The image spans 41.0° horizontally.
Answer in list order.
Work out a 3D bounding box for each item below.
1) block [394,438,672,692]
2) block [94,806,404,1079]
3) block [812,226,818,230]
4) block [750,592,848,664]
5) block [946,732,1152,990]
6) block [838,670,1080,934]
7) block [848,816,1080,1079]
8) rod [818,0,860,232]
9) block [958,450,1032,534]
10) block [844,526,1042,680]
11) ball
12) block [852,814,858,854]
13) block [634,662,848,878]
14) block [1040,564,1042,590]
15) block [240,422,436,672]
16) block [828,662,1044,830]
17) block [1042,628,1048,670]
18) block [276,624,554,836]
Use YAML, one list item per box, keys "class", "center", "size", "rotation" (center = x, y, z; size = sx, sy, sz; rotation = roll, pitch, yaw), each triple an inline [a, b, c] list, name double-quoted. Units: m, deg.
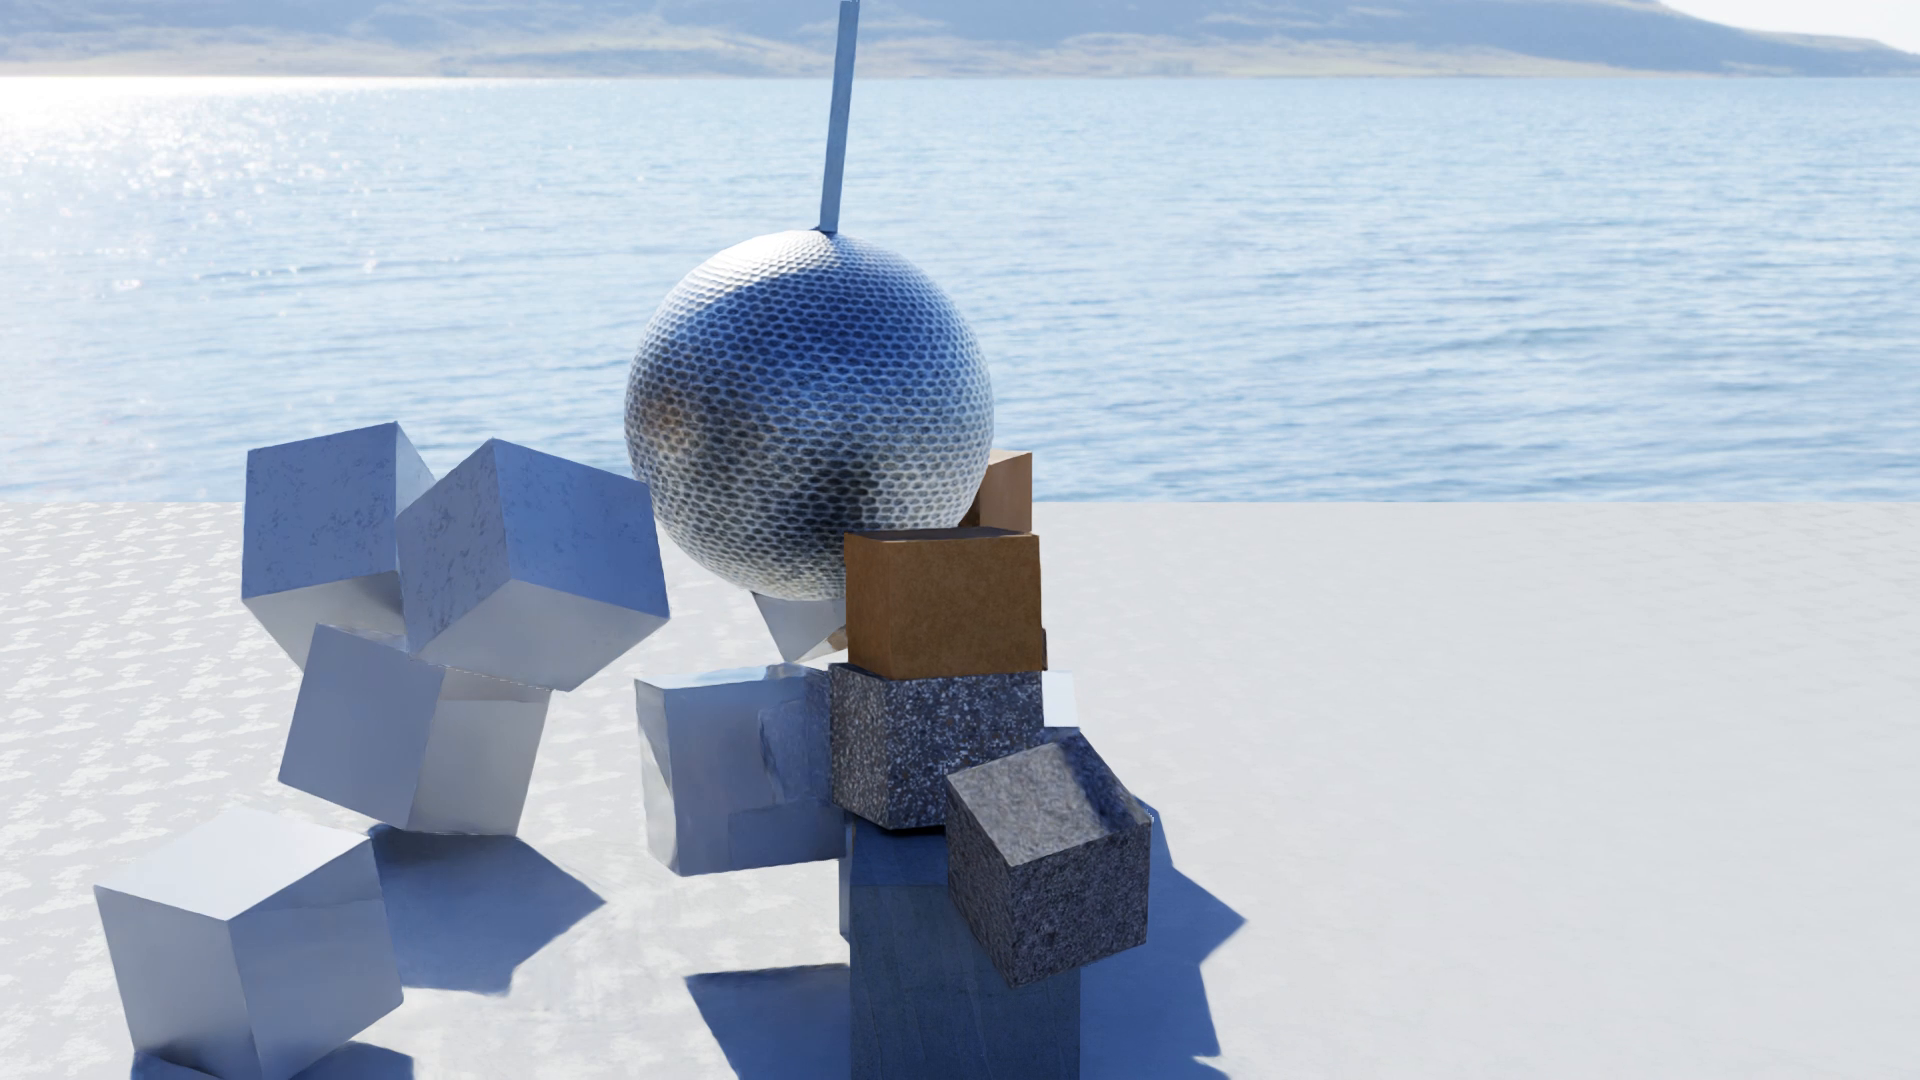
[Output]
- class: "block"
  center: [-1.689, 0.112, 10.123]
  size: [0.771, 0.628, 0.658]
  rotation: [17, -41, -43]
- class: "block"
  center: [-2.563, 1.463, 9.284]
  size: [0.714, 0.681, 0.669]
  rotation: [7, 24, 34]
- class: "block"
  center: [-0.772, -1.044, 12.043]
  size: [0.561, 0.523, 0.477]
  rotation: [-22, 47, 3]
- class: "block"
  center: [-0.566, 0.064, 12.330]
  size: [0.649, 0.746, 0.703]
  rotation: [-16, -16, -47]
- class: "block"
  center: [0.288, 1.062, 8.519]
  size: [0.505, 0.545, 0.490]
  rotation: [-16, 38, -20]
- class: "block"
  center: [-0.002, 1.104, 11.019]
  size: [0.986, 0.886, 0.989]
  rotation: [0, 10, 1]
- class: "block"
  center: [0.017, 1.482, 9.308]
  size: [0.799, 0.753, 0.841]
  rotation: [0, 10, 0]
- class: "rod"
  center: [-0.281, -3.861, 10.478]
  size: [0.080, 5.200, 0.080]
  rotation: [6, 10, -1]
- class: "block"
  center: [-0.032, -0.131, 12.807]
  size: [0.577, 0.579, 0.650]
  rotation: [4, 11, 25]
- class: "block"
  center: [-0.070, 0.228, 9.715]
  size: [0.582, 0.503, 0.625]
  rotation: [-3, 4, -17]
- class: "ball"
  center: [-0.649, -0.536, 11.083]
  size: [1.600, 1.600, 1.600]
  rotation: [0, 10, 0]
- class: "block"
  center: [-0.011, 1.354, 10.140]
  size: [0.788, 0.708, 0.822]
  rotation: [0, 10, 0]
- class: "block"
  center: [-0.890, 0.902, 10.278]
  size: [0.660, 0.723, 0.788]
  rotation: [-5, 2, -16]
- class: "block"
  center: [-0.019, 0.585, 13.427]
  size: [0.863, 1.045, 0.844]
  rotation: [0, 10, 0]
- class: "block"
  center: [-2.958, 0.054, 12.477]
  size: [0.755, 0.840, 0.798]
  rotation: [-11, -32, 5]
- class: "block"
  center: [-0.094, 0.751, 9.737]
  size: [0.620, 0.543, 0.653]
  rotation: [-3, 4, -21]
- class: "block"
  center: [-0.030, 0.935, 11.927]
  size: [0.865, 0.892, 0.837]
  rotation: [0, 10, 1]
- class: "block"
  center: [-2.516, 0.881, 11.890]
  size: [0.846, 0.753, 0.734]
  rotation: [14, 0, 33]
